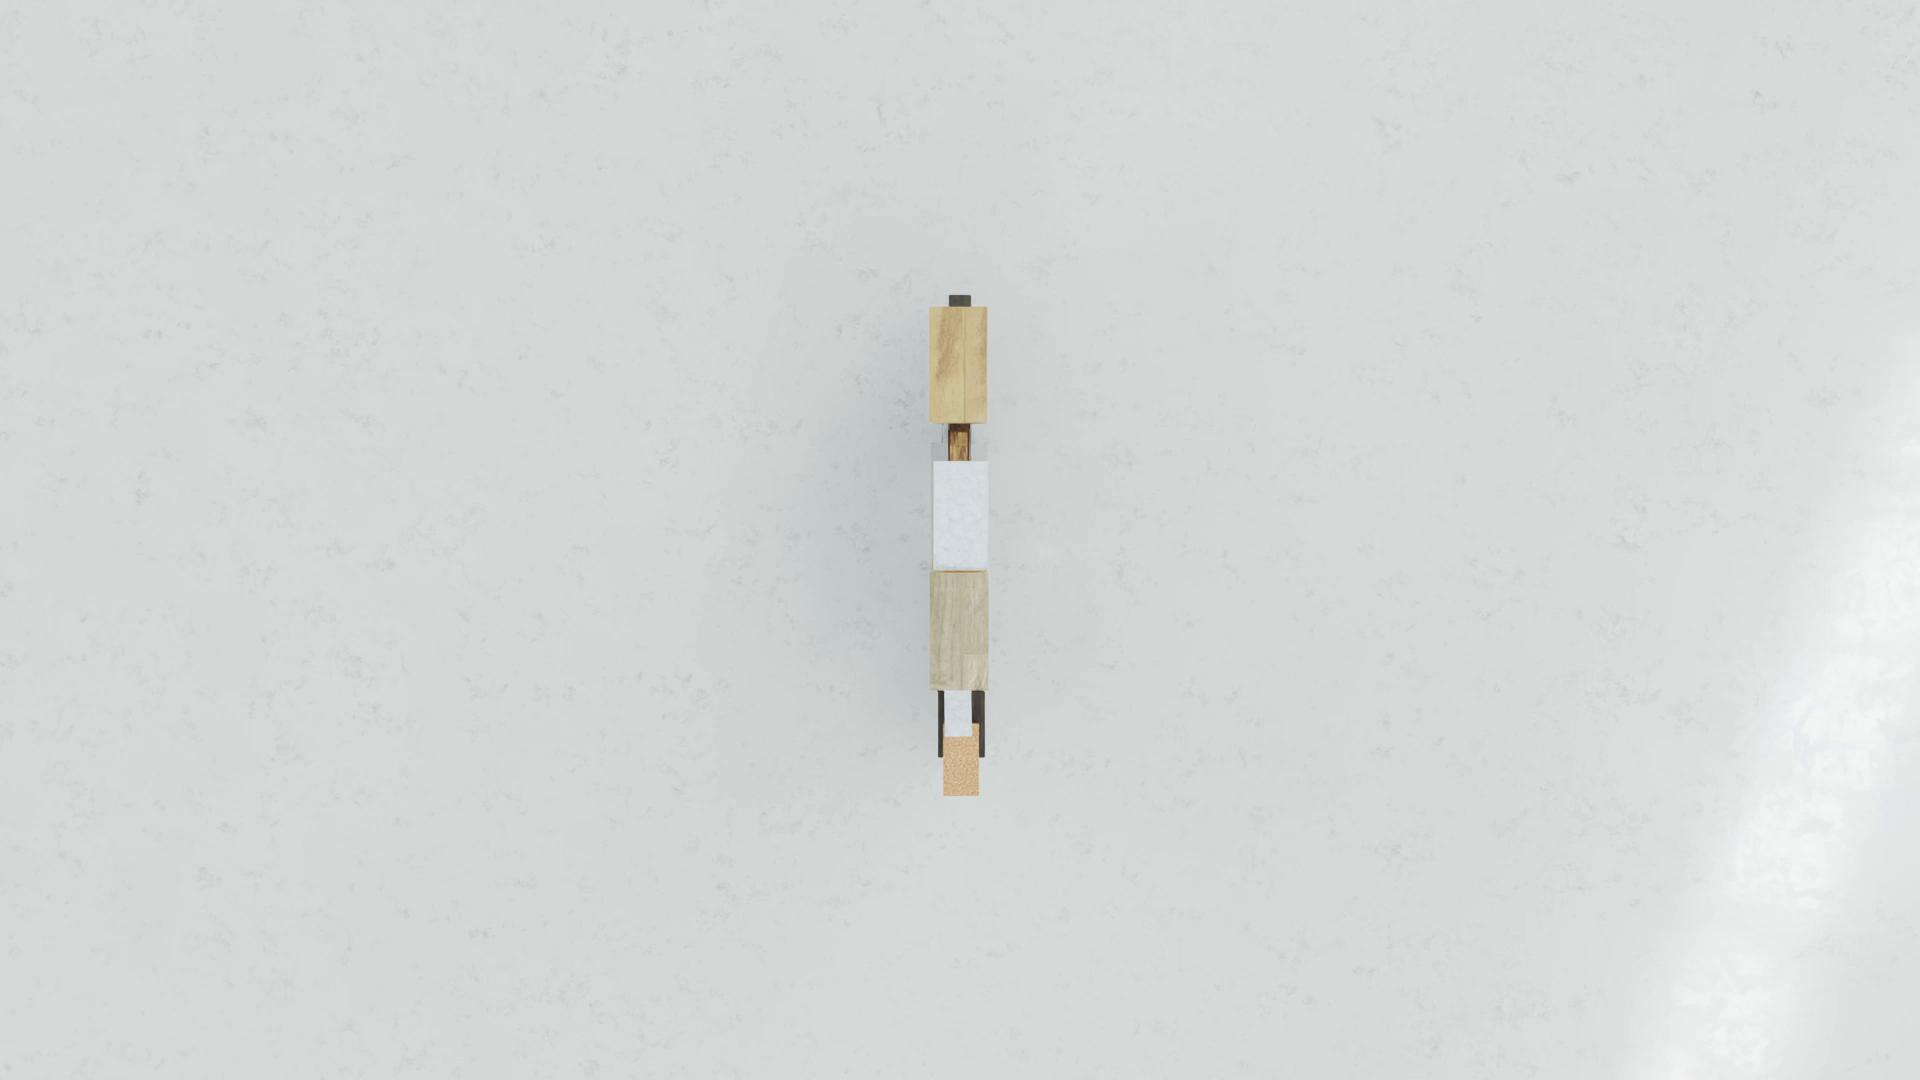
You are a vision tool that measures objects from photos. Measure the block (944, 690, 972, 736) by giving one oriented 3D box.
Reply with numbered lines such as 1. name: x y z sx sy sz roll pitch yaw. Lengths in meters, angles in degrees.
1. block: -0.005 0.470 4.582 0.074 0.021 0.148 -1 90 0

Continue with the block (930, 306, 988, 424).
1. block: -0.005 -0.465 4.399 0.154 0.044 0.308 0 90 0

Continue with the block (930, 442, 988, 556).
1. block: -0.002 -0.120 4.896 0.167 0.047 0.335 0 90 0

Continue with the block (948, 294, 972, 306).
1. block: 0.000 -0.693 5.149 0.070 0.020 0.140 0 90 0

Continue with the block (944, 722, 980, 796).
1. block: 0.003 0.656 4.935 0.107 0.030 0.214 0 90 0

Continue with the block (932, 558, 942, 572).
1. block: -0.003 0.217 4.928 0.165 0.047 0.329 0 90 0

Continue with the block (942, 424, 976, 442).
1. block: -0.001 -0.397 5.031 0.104 0.030 0.209 0 90 0

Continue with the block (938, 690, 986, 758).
1. block: 0.005 0.534 5.185 0.147 0.042 0.294 0 90 0

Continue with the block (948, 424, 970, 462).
1. block: -0.001 -0.280 4.735 0.063 0.018 0.126 0 88 0

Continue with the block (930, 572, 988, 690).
1. block: -0.002 0.237 4.296 0.153 0.043 0.305 0 90 0

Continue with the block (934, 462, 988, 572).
1. block: 0.002 -0.062 4.316 0.143 0.041 0.286 0 90 0

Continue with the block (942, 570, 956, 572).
1. block: 0.002 0.083 4.638 0.109 0.031 0.219 0 90 0

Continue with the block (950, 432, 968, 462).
1. block: -0.003 -0.254 4.623 0.047 0.013 0.095 1 88 1
